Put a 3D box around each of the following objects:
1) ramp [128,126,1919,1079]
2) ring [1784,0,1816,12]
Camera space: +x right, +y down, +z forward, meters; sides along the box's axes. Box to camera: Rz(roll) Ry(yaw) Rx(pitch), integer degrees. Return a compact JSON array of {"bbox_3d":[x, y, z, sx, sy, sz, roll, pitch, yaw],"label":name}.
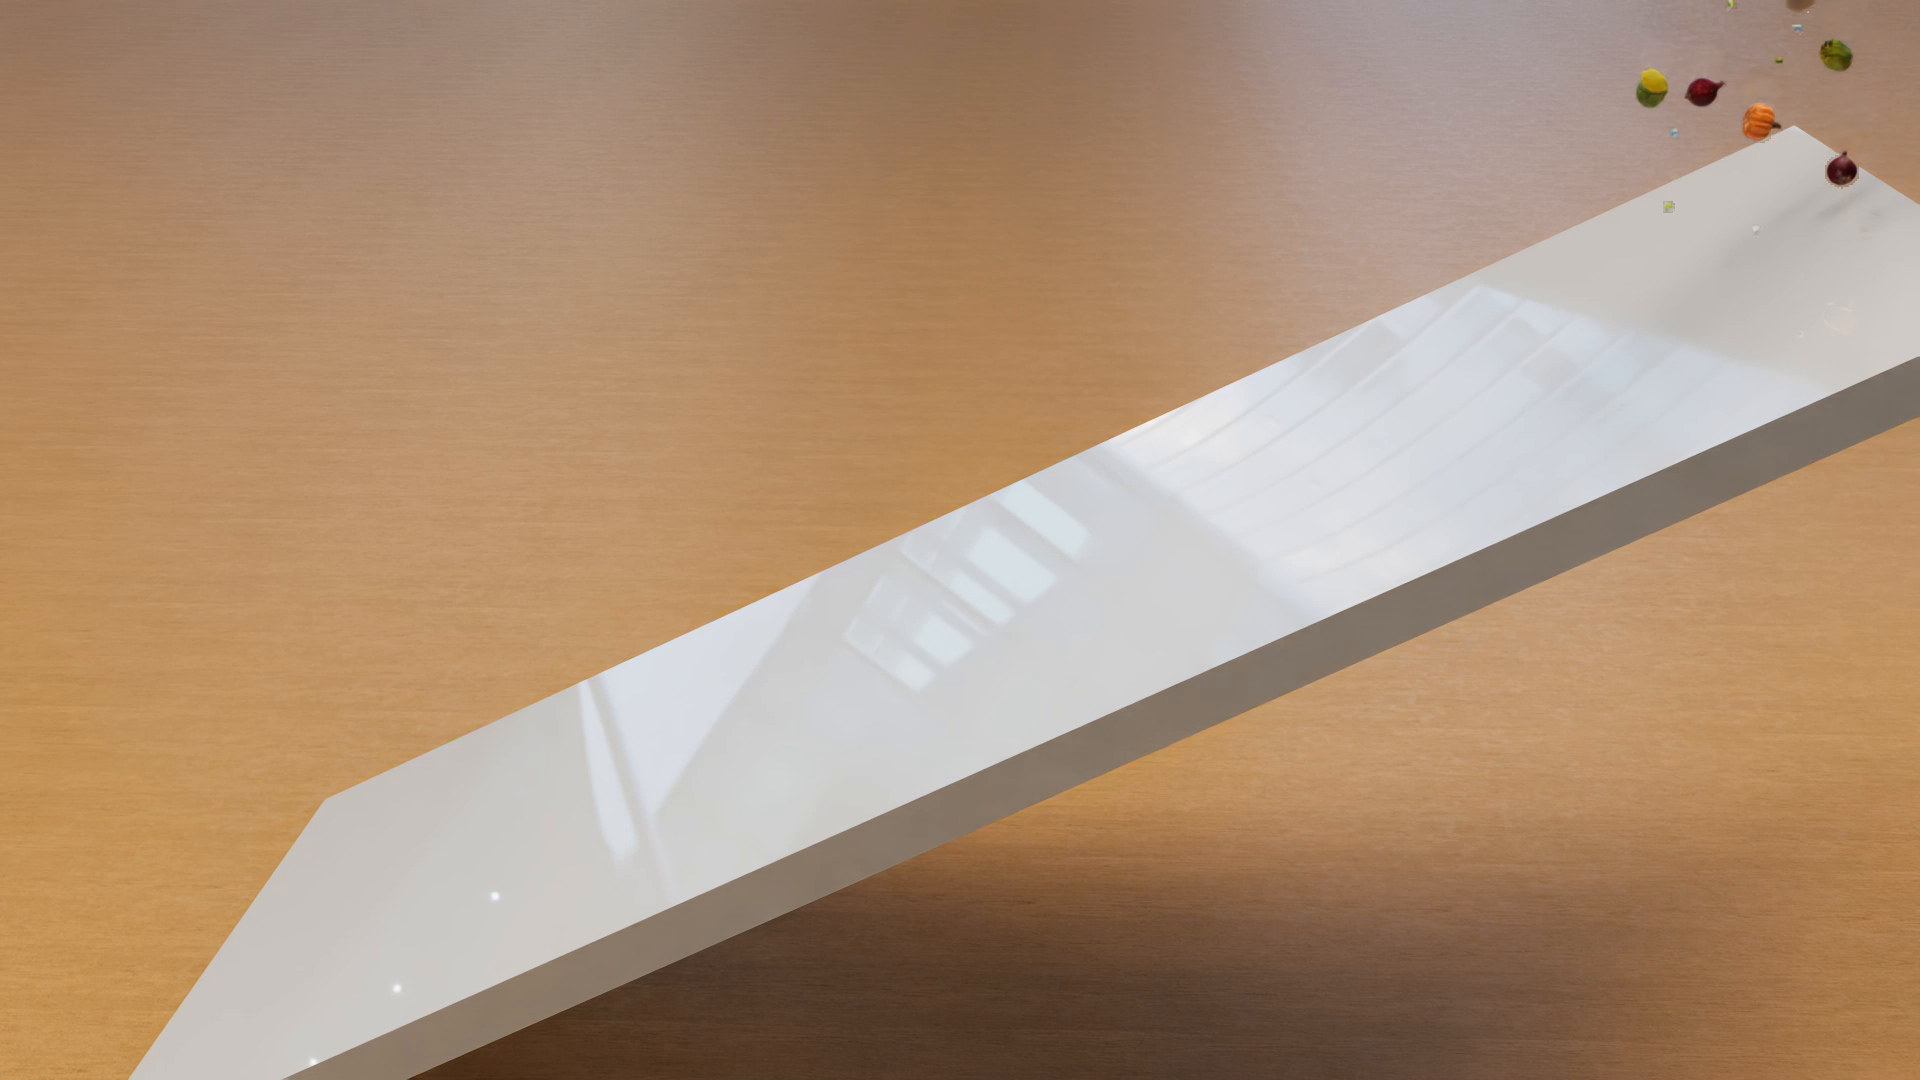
[{"bbox_3d":[0.137,0.168,6.281,4.000,0.100,2.000,-25,13,9],"label":"ramp"},{"bbox_3d":[1.691,-1.114,5.835,0.049,0.148,0.148,43,35,21],"label":"ring"}]
